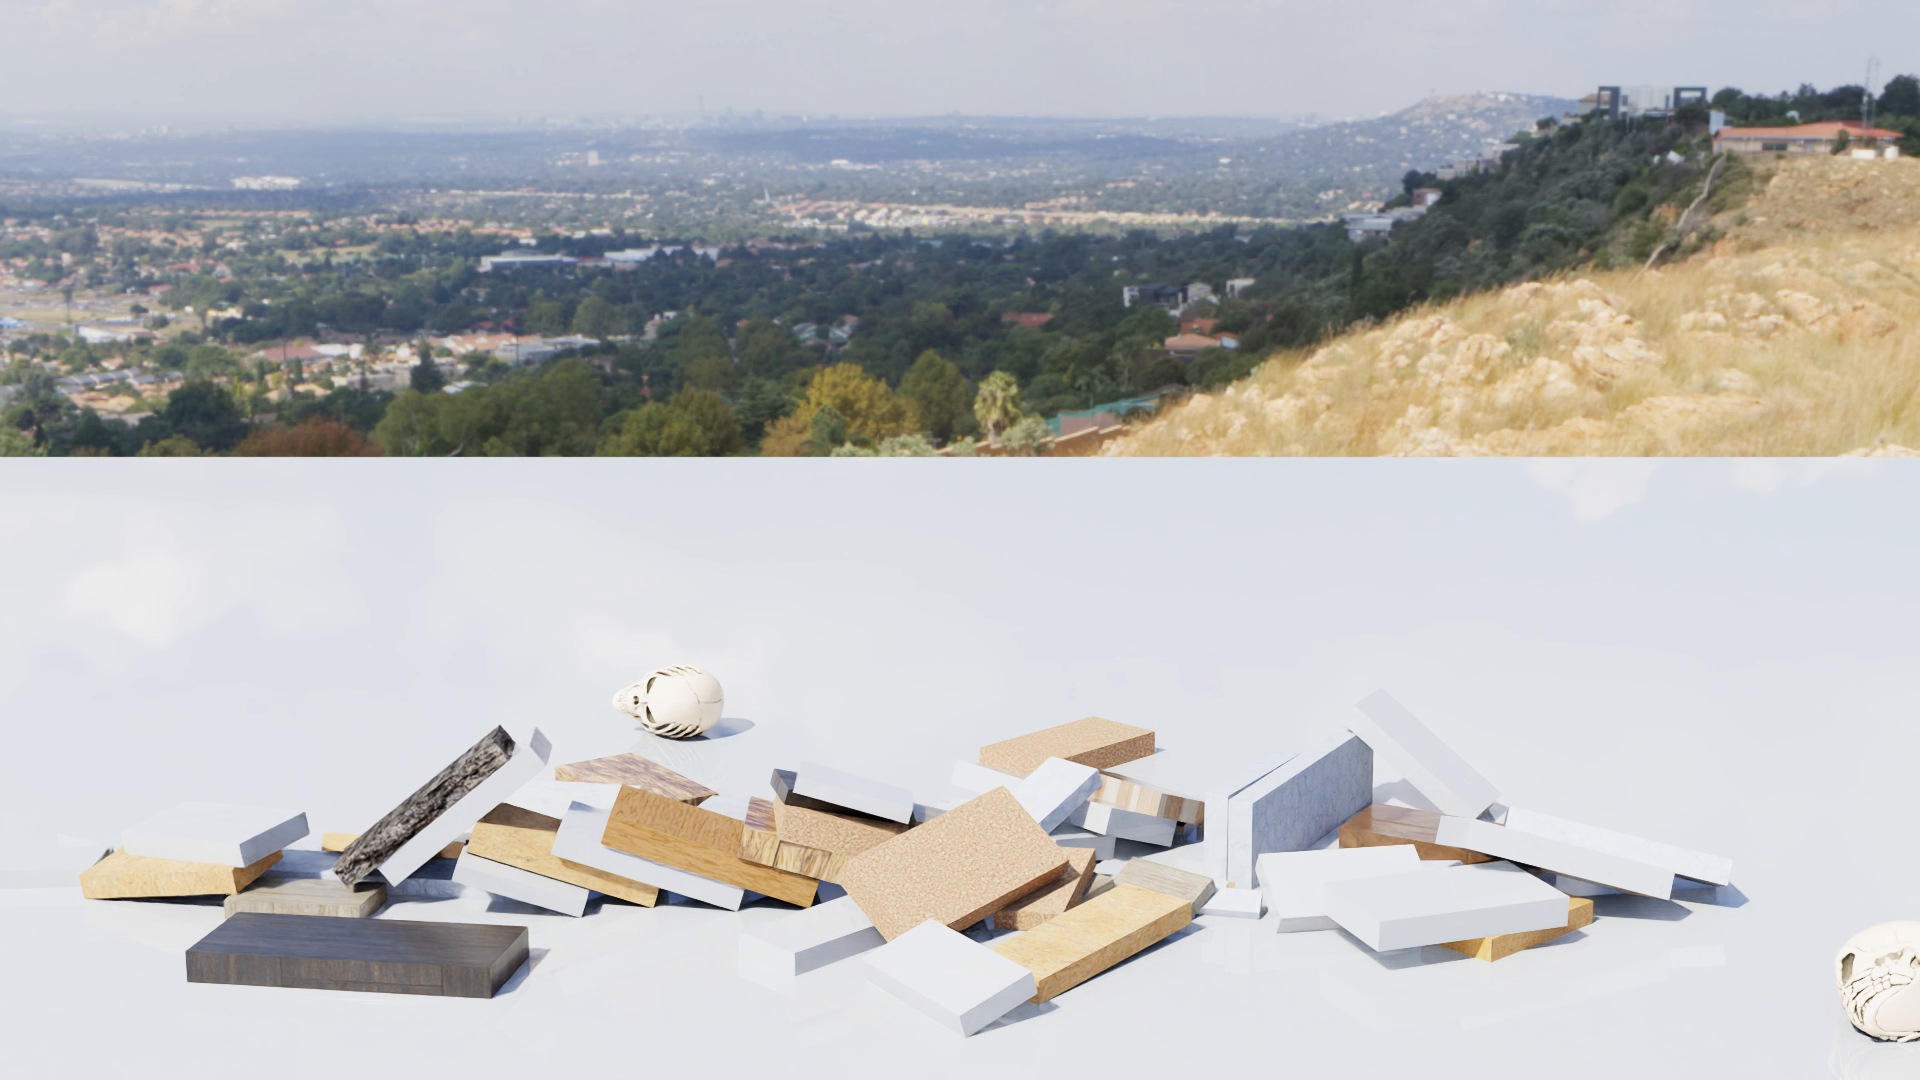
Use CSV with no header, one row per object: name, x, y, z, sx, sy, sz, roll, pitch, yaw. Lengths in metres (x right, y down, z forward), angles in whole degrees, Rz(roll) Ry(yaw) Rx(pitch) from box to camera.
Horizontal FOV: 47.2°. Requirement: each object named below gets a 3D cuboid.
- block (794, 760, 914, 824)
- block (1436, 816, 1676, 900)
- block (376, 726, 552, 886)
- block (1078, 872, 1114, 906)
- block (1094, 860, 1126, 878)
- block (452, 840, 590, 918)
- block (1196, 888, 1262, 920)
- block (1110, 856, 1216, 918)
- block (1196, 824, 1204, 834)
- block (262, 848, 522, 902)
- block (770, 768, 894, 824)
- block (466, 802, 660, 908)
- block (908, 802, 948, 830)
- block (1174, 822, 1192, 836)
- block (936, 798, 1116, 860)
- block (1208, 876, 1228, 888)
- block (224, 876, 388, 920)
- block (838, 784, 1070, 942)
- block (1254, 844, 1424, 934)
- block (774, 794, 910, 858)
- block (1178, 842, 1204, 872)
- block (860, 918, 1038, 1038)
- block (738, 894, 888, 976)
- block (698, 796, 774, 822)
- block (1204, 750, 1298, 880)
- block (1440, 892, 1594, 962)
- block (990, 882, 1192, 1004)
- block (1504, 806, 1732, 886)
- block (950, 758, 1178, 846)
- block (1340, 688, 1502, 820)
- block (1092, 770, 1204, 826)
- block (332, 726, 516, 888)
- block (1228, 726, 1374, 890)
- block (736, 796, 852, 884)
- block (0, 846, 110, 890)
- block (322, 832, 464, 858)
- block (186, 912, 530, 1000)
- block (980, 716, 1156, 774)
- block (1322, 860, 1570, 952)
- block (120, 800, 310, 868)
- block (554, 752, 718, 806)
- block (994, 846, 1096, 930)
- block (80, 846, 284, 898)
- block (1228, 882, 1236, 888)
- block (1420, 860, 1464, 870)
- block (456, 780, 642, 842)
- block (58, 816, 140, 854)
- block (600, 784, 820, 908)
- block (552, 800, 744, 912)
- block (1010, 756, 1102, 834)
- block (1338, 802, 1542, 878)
block,-0.173,0.410,3.586,0.193,0.027,0.096,16,9,-4
block,0.965,0.516,3.579,0.338,0.048,0.169,15,-6,-3
block,-0.821,0.440,3.658,0.316,0.045,0.158,-38,10,-1
block,0.199,0.579,3.618,0.103,0.015,0.051,-23,19,-32
block,0.250,0.569,3.740,0.051,0.015,0.103,5,12,24
block,-0.713,0.552,3.590,0.215,0.030,0.108,18,12,-8
block,0.438,0.590,3.577,0.103,0.015,0.052,3,34,13
block,0.330,0.572,3.610,0.164,0.023,0.082,9,40,41
block,0.481,0.515,4.028,0.058,0.016,0.115,5,12,26
block,-0.972,0.565,3.720,0.576,0.030,0.108,2,11,9
block,-0.208,0.422,3.627,0.193,0.027,0.096,13,10,-22
block,-0.649,0.519,3.659,0.316,0.045,0.158,18,9,-6
block,0.010,0.484,3.645,0.193,0.027,0.096,15,10,-11
block,0.396,0.514,4.035,0.058,0.016,0.115,4,11,19
block,0.114,0.513,3.899,0.151,0.043,0.301,3,6,-43
block,0.386,0.575,3.633,0.104,0.015,0.052,9,37,22
block,-1.066,0.589,3.589,0.228,0.032,0.114,1,11,7
block,-0.007,0.524,3.498,0.344,0.049,0.172,-21,57,-39
block,0.623,0.562,3.547,0.265,0.037,0.132,-2,42,-11
block,-0.128,0.484,3.645,0.355,0.050,0.177,15,10,-10
block,0.430,0.551,3.834,0.058,0.016,0.115,6,12,31
block,-0.018,0.637,3.215,0.131,0.037,0.262,-26,22,-28
block,-0.204,0.613,3.442,0.131,0.037,0.262,10,15,44
block,-0.303,0.505,3.949,0.352,0.032,0.114,3,11,16
block,0.513,0.480,3.851,0.043,0.151,0.301,7,12,31
block,0.871,0.603,3.494,0.265,0.037,0.132,-9,14,-39
block,0.191,0.616,3.379,0.131,0.037,0.380,9,17,40
block,1.092,0.513,3.673,0.359,0.042,0.149,13,-7,14
block,0.184,0.475,3.994,0.169,0.048,0.419,16,-3,-40
block,0.860,0.405,4.095,0.298,0.042,0.149,43,27,17
block,0.322,0.464,4.016,0.149,0.042,0.298,16,-3,-35
block,-0.885,0.439,3.643,0.333,0.041,0.144,-39,10,-2
block,0.617,0.464,3.931,0.043,0.151,0.588,5,12,30
block,-0.188,0.519,3.643,0.355,0.050,0.177,16,9,-5
block,-1.581,0.559,3.746,0.228,0.032,0.114,-1,11,-6
block,-0.978,0.530,3.804,0.215,0.030,0.108,2,-11,9
block,-0.909,0.627,3.334,0.472,0.049,0.172,1,11,8
block,0.218,0.425,4.428,0.338,0.048,0.169,-10,15,-44
block,0.756,0.568,3.431,0.338,0.048,0.169,-3,13,-20
block,-1.248,0.491,3.684,0.289,0.041,0.144,0,15,31
block,-0.613,0.475,4.155,0.169,0.048,0.338,-7,13,-35
block,0.140,0.567,3.592,0.114,0.032,0.228,1,19,17
block,-1.298,0.545,3.668,0.289,0.041,0.144,-4,14,15
block,0.407,0.583,3.665,0.103,0.015,0.052,1,11,8
block,0.717,0.573,3.656,0.265,0.037,0.132,0,11,-1
block,-0.755,0.496,3.912,0.344,0.049,0.172,2,27,10
block,-1.466,0.535,3.879,0.228,0.032,0.114,6,12,29
block,-0.407,0.505,3.644,0.355,0.050,0.177,18,9,-5
block,-0.508,0.522,3.643,0.316,0.045,0.158,18,9,-5
block,0.130,0.464,3.810,0.114,0.032,0.228,11,40,46
block,0.856,0.531,3.854,0.338,0.048,0.169,6,12,31
